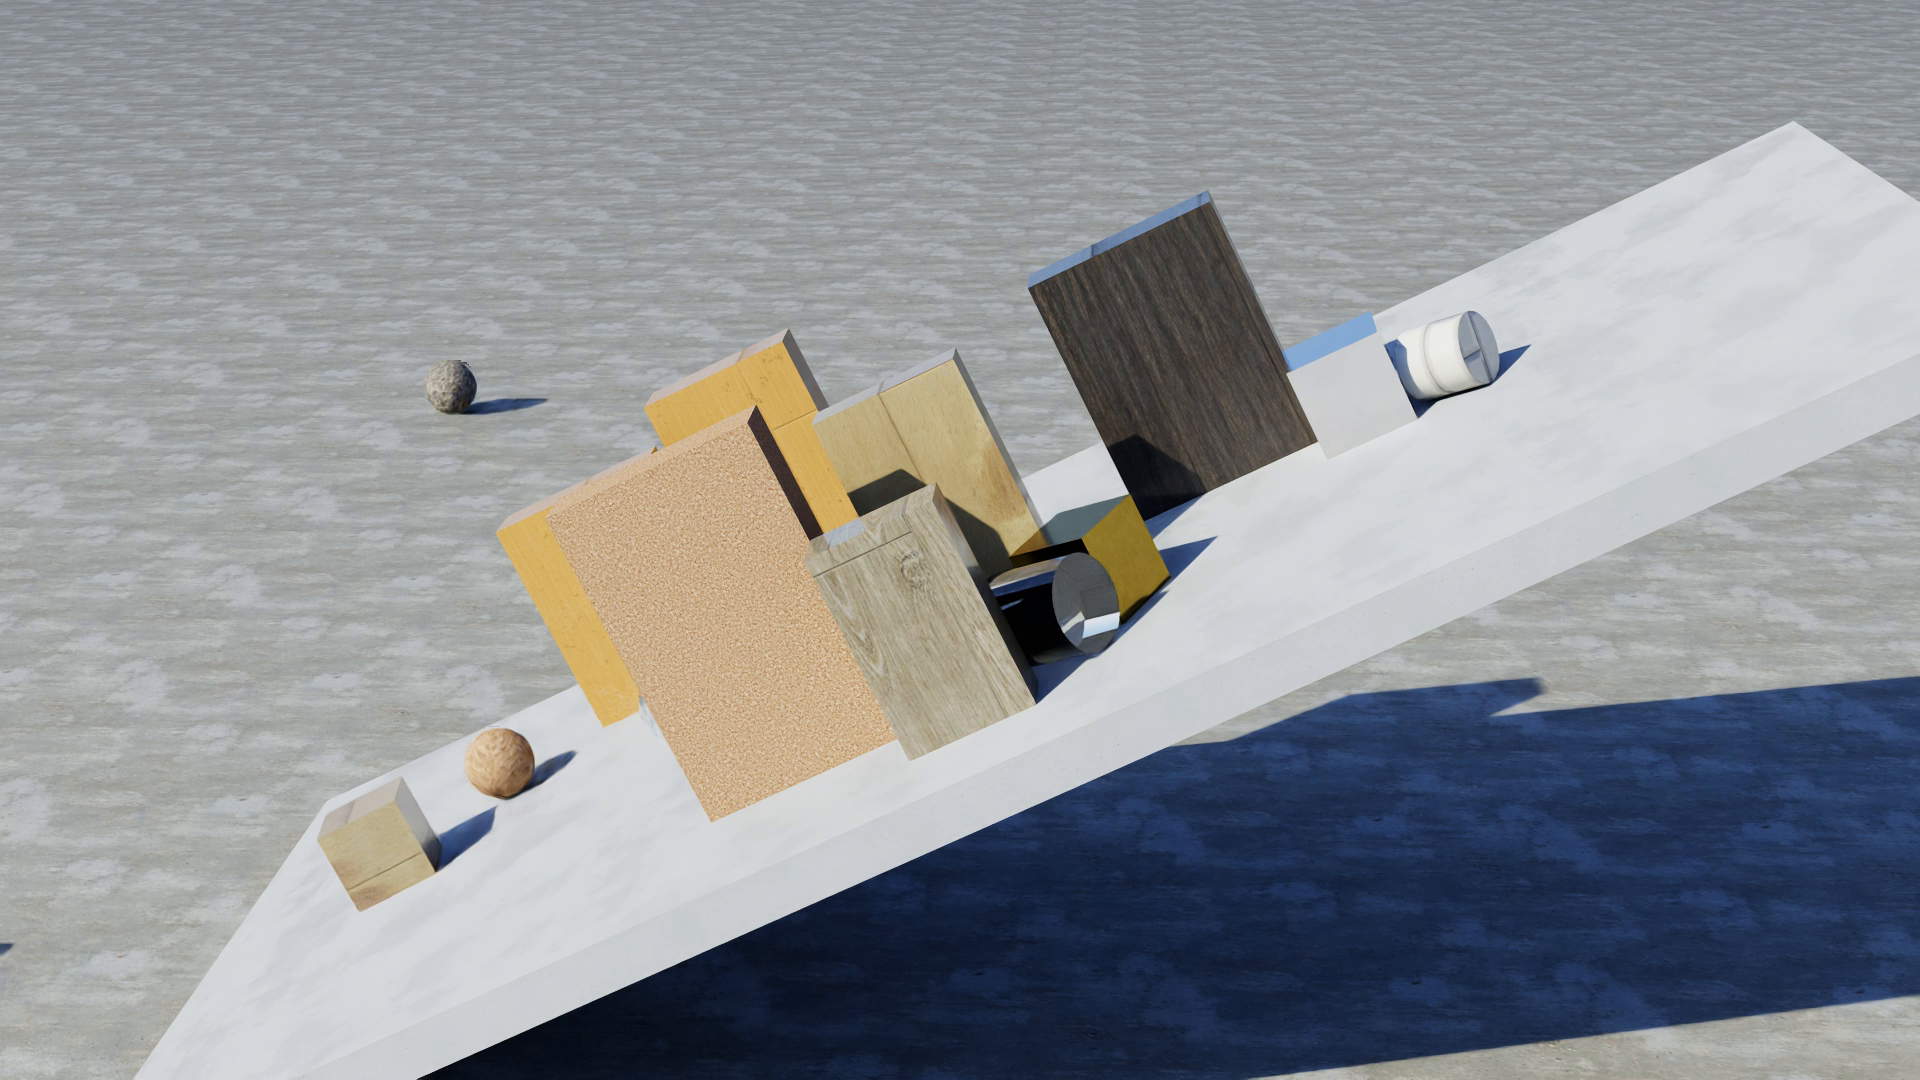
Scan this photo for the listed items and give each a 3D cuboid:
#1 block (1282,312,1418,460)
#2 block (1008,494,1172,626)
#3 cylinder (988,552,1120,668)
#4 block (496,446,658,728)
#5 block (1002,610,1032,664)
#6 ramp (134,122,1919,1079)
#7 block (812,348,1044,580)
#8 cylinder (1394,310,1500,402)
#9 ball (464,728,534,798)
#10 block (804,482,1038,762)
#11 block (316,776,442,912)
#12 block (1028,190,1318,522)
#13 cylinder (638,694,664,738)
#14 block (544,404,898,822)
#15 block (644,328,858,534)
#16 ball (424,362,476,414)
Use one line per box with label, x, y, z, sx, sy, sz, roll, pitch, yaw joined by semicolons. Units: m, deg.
block;0.817;-0.326;6.173;0.205;0.205;0.205;-25;14;11
block;0.259;0.054;5.843;0.192;0.192;0.192;-15;18;41
cylinder;0.170;0.139;5.691;0.196;0.196;0.196;-15;3;41
block;-0.773;0.111;6.878;0.398;0.529;0.136;-25;14;10
block;0.039;0.229;5.766;0.121;0.121;0.121;-15;18;42
ramp;0.138;0.168;6.281;4.000;0.100;2.000;-25;14;10
block;-0.028;-0.064;6.017;0.319;0.571;0.102;-25;14;10
cylinder;1.012;-0.382;6.114;0.156;0.156;0.156;-16;3;40
ball;-1.051;0.509;6.720;0.159;0.159;0.159;0;16;0
block;-0.070;0.155;5.561;0.267;0.440;0.137;-25;14;10
block;-1.278;0.669;6.488;0.189;0.189;0.189;-27;13;0
block;0.462;-0.394;6.317;0.425;0.570;0.145;-25;14;10
cylinder;-0.626;0.356;6.540;0.129;0.129;0.129;11;34;33
block;-0.444;0.147;5.760;0.440;0.692;0.147;-25;14;10
block;-0.442;-0.145;7.036;0.368;0.608;0.149;-25;14;10
ball;-2.062;-0.617;11.907;0.209;0.209;0.209;0;16;0
